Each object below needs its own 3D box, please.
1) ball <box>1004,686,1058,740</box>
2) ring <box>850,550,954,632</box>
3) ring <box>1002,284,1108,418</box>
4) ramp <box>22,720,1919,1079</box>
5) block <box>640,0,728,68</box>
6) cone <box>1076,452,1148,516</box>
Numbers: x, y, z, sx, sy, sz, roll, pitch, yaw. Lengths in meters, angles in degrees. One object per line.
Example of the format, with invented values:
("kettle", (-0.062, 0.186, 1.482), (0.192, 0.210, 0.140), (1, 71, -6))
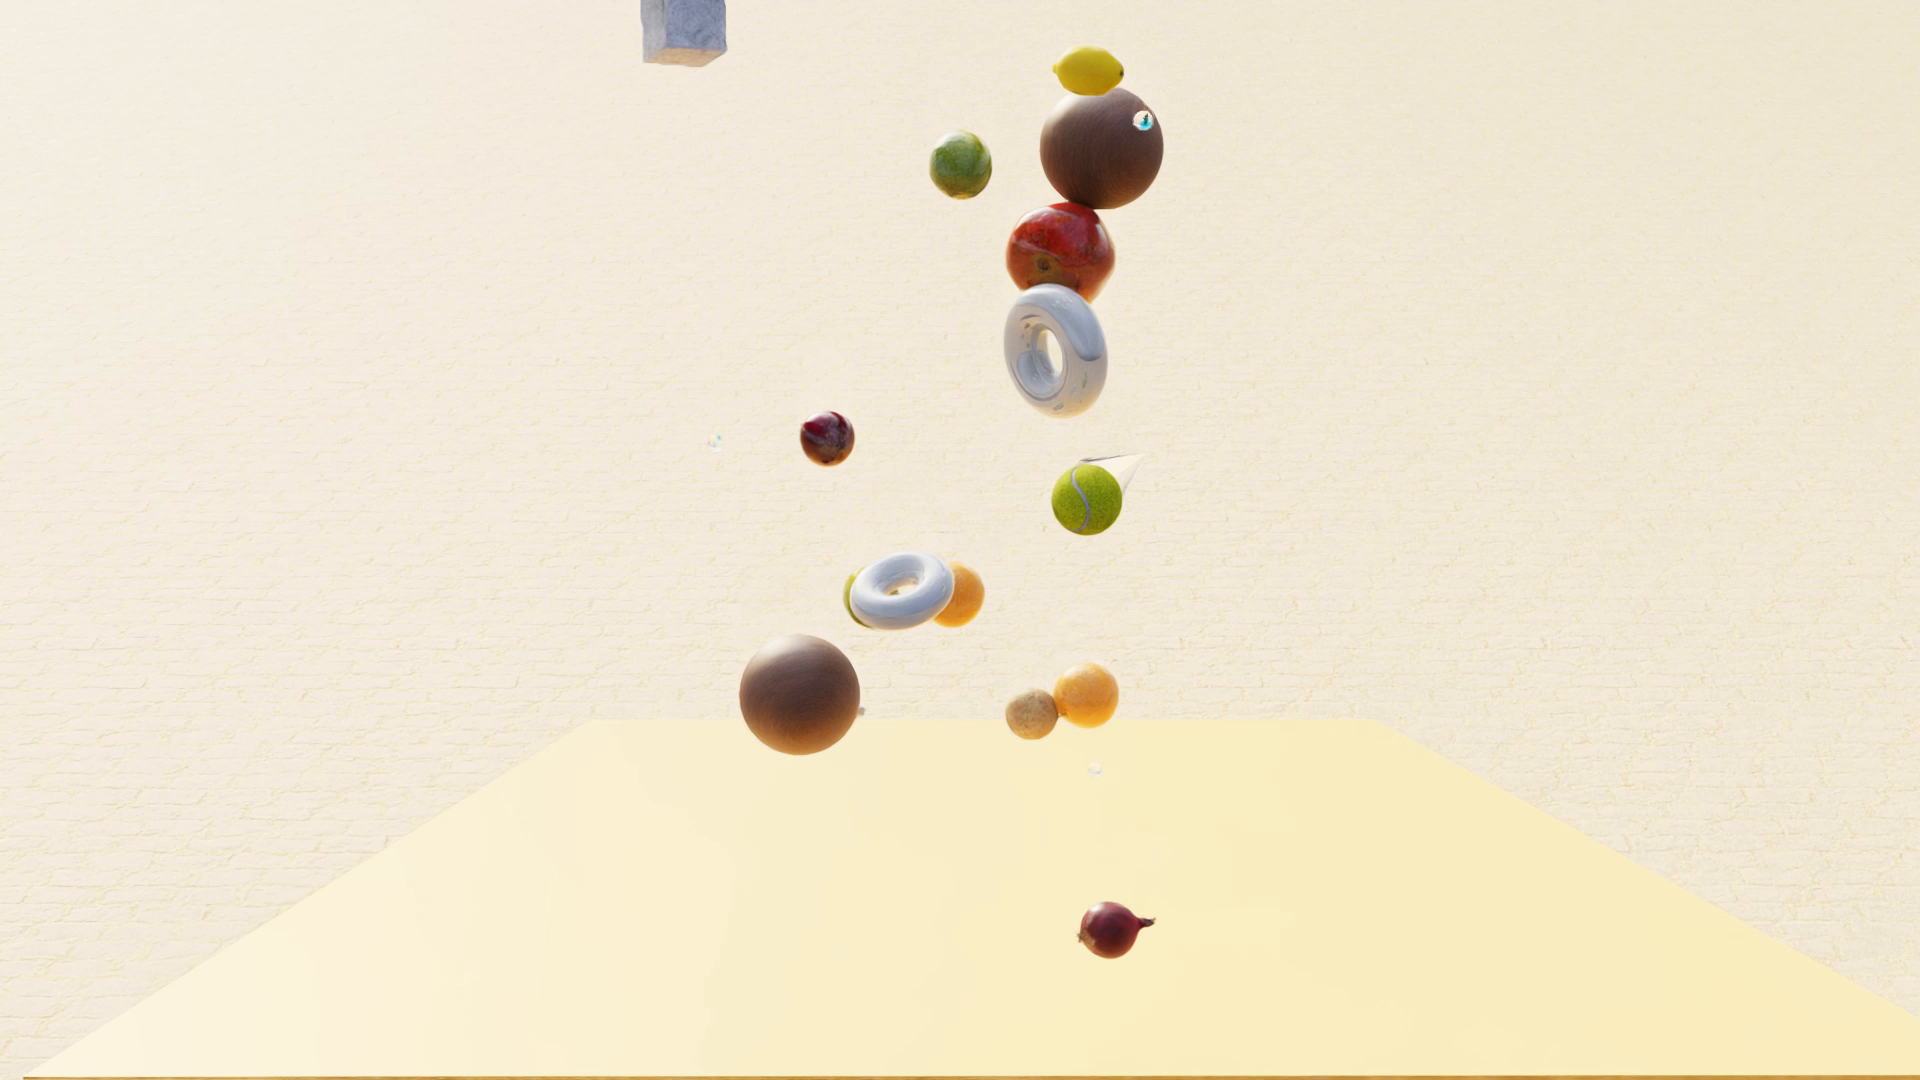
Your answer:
("ball", (0.078, 0.188, 2.796), (0.058, 0.058, 0.058), (0, 27, 0))
("ring", (-0.057, 0.050, 2.545), (0.106, 0.035, 0.106), (-11, 36, 8))
("ring", (0.097, -0.192, 2.630), (0.047, 0.140, 0.140), (-17, 31, -36))
("ramp", (0.061, 0.547, 4.583), (2.000, 0.100, 4.000), (0, 1, 0))
("block", (-0.259, -0.482, 2.421), (0.060, 0.060, 0.060), (-1, -4, -28))
("cone", (0.175, -0.076, 2.804), (0.072, 0.072, 0.072), (-32, 34, -7))
